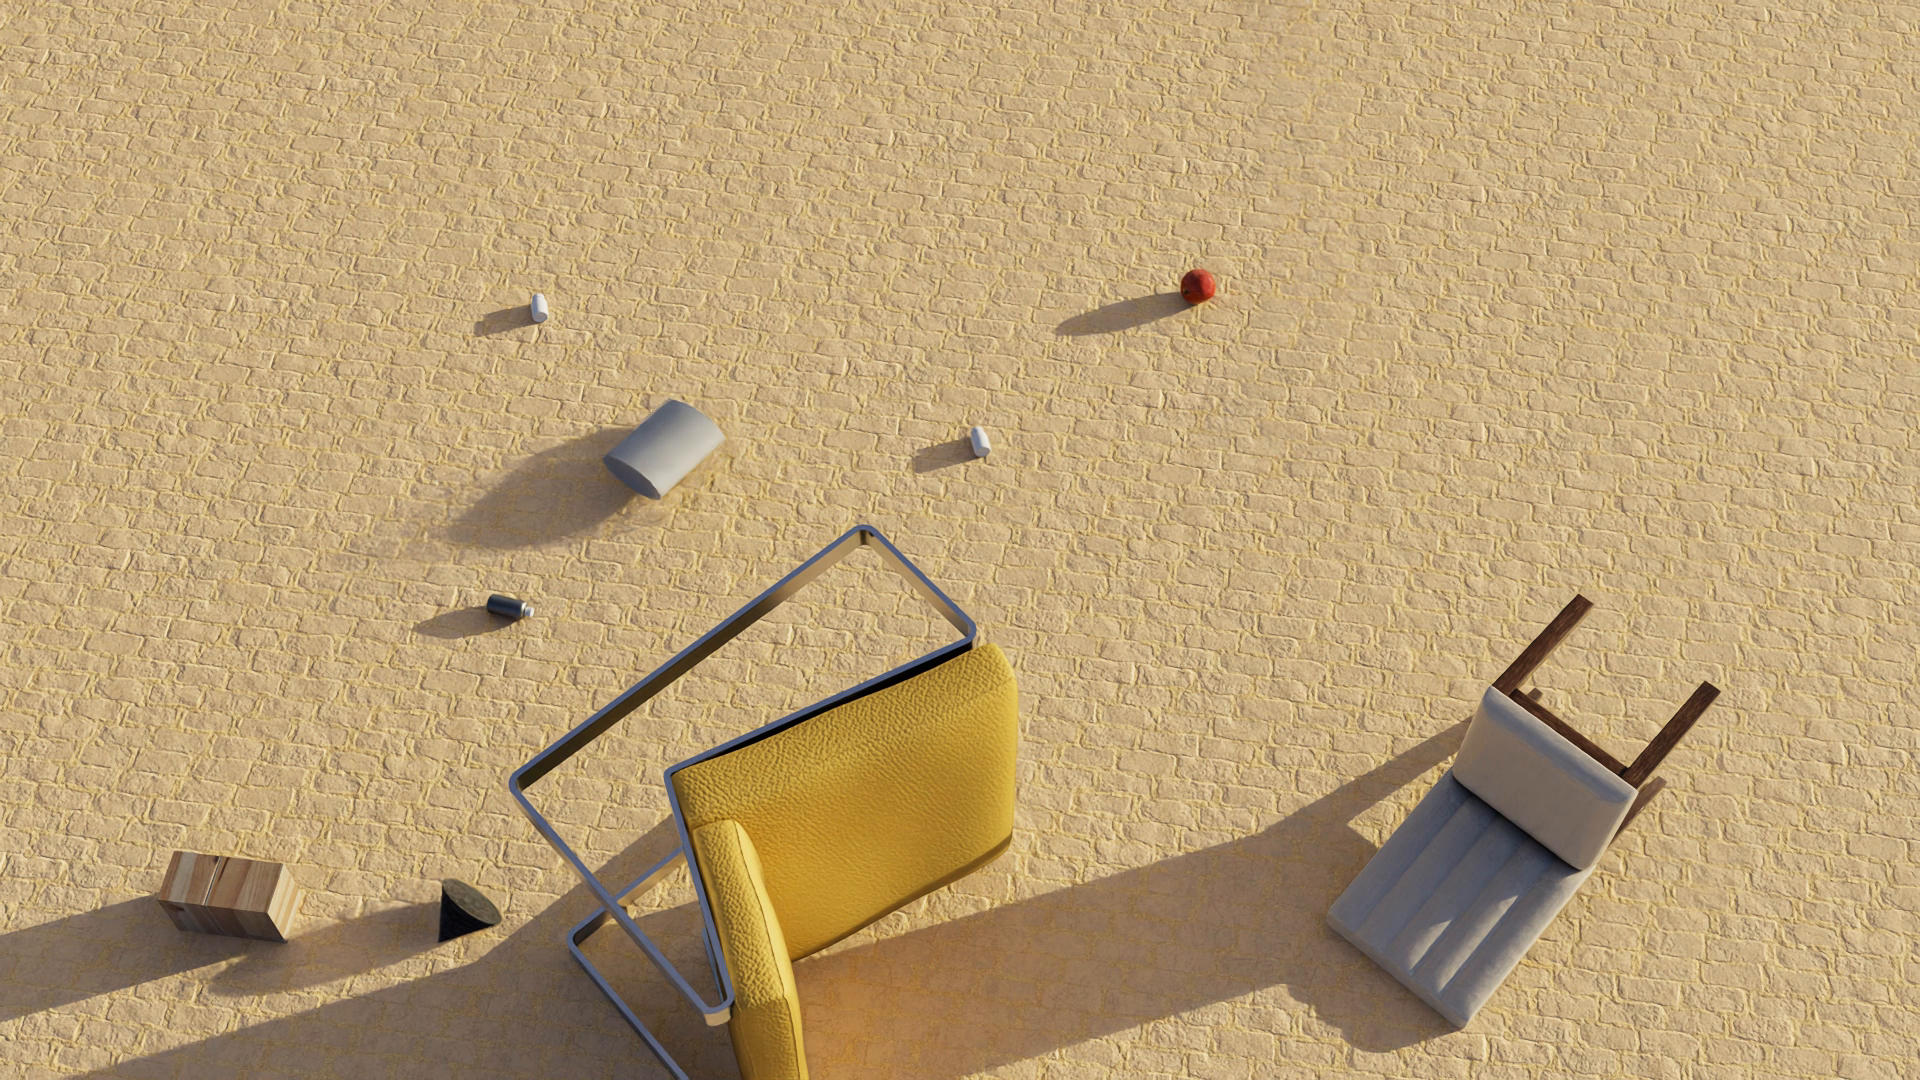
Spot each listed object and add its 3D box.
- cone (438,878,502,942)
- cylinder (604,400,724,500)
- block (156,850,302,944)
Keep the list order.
[{"bbox_3d":[-1.342,1.016,5.846,0.149,0.190,0.170,-51,21,7],"label":"cone"},{"bbox_3d":[-0.899,-0.276,6.676,0.250,0.131,0.279,29,60,31],"label":"cylinder"},{"bbox_3d":[-1.930,0.946,5.822,0.298,0.195,0.141,6,56,4],"label":"block"}]
